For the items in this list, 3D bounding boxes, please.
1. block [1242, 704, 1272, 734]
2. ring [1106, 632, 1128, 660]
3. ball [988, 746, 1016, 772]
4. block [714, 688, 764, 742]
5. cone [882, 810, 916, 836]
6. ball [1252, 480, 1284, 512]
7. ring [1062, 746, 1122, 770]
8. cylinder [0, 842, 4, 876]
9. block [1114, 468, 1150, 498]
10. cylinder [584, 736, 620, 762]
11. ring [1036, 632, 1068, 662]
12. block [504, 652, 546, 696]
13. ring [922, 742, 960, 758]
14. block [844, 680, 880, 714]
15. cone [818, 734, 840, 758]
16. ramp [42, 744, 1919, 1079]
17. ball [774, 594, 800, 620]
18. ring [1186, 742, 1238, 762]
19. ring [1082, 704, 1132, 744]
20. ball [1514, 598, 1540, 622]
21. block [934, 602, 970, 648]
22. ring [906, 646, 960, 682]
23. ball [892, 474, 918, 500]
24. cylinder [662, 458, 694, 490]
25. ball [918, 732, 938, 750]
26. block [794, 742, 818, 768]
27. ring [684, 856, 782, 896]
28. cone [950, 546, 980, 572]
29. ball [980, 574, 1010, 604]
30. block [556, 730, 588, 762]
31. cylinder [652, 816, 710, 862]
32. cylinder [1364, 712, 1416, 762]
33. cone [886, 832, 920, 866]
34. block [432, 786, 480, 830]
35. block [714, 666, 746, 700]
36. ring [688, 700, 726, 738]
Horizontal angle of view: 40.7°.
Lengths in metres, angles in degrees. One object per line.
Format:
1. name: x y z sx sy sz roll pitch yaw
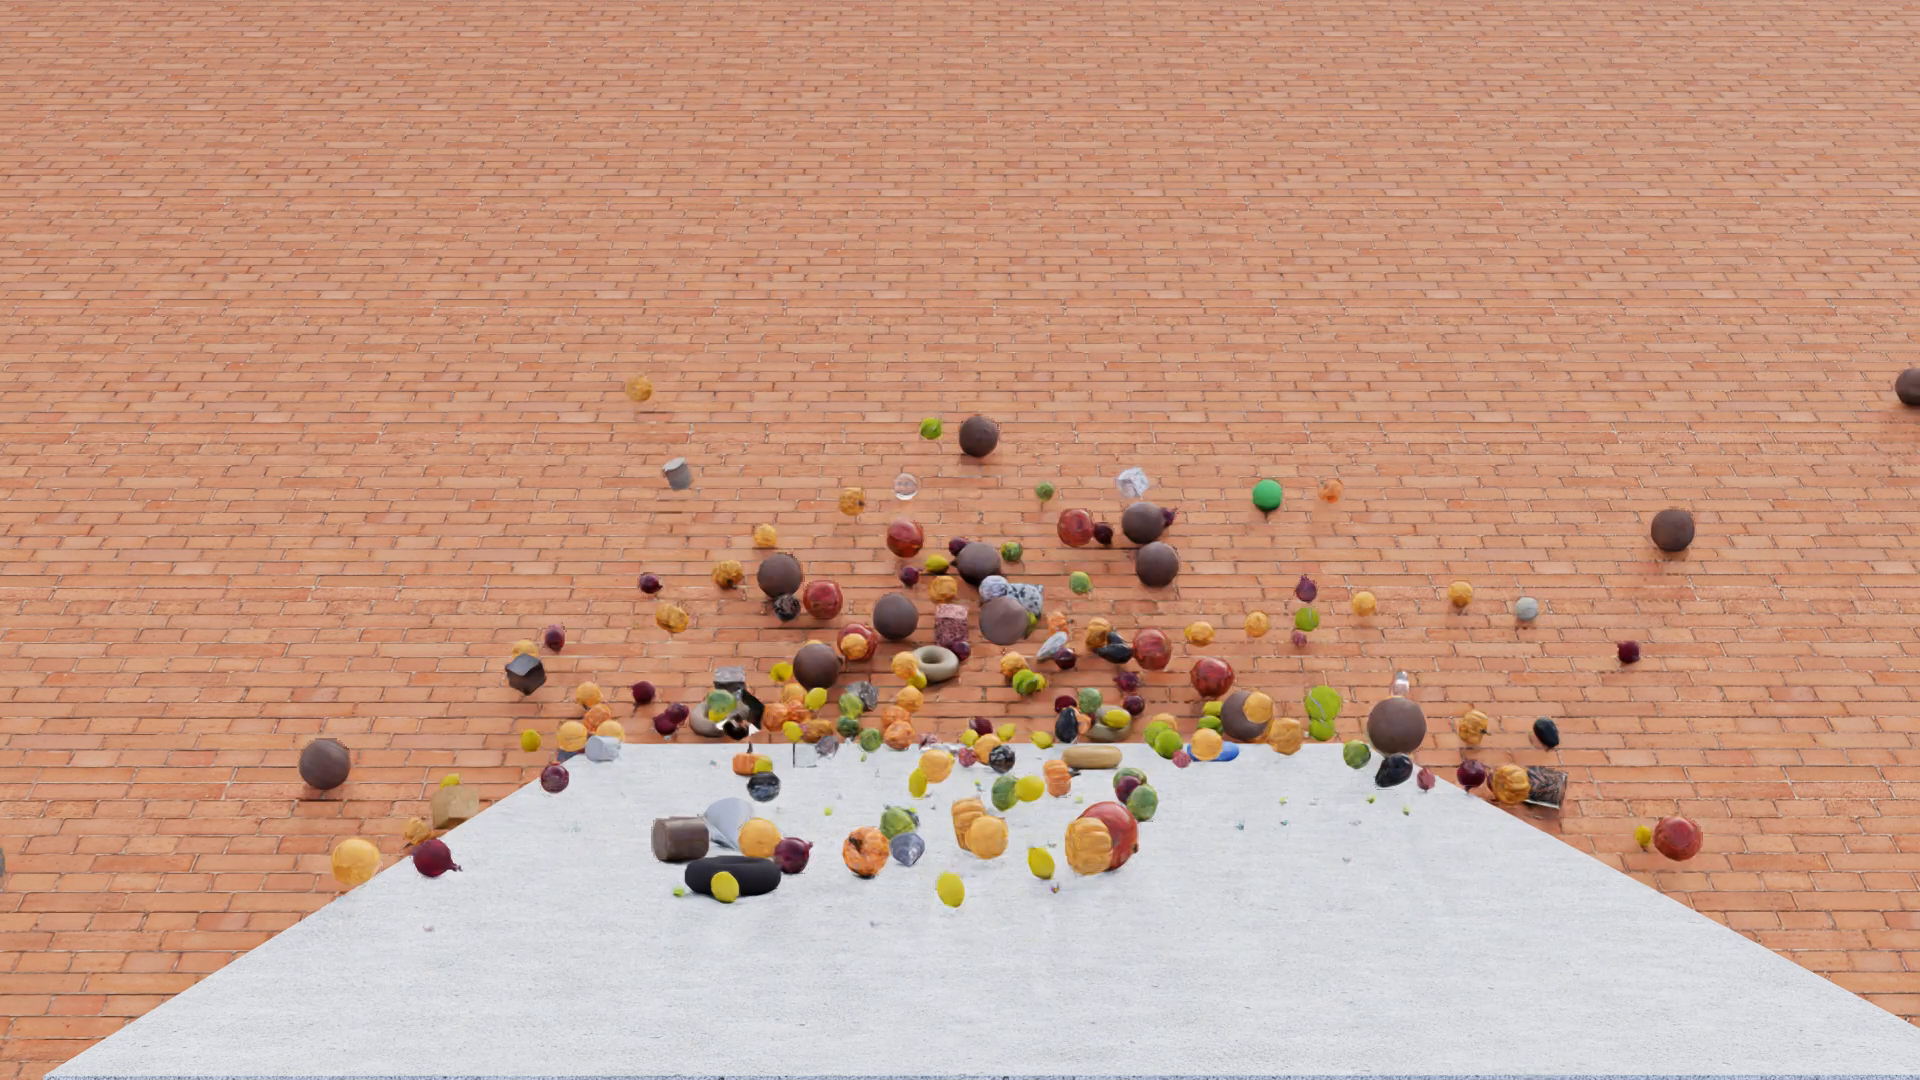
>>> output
1. block: 0.784 0.470 6.811 0.068 0.068 0.068 0 6 -3
2. ring: 0.434 0.292 7.123 0.029 0.086 0.086 -28 37 -16
3. ball: 0.096 0.495 5.849 0.062 0.062 0.062 0 29 0
4. block: -0.577 0.458 6.773 0.085 0.085 0.085 -27 39 33
5. cone: -0.100 0.520 4.571 0.063 0.063 0.063 -9 55 -16
6. ball: 0.940 -0.136 7.899 0.096 0.096 0.096 0 29 0
7. ring: 0.305 0.502 5.980 0.142 0.047 0.142 -1 0 0
8. cylinder: -2.365 0.777 6.255 0.089 0.089 0.089 -7 30 -15
9. block: 0.523 -0.173 7.852 0.065 0.065 0.065 -9 25 46
10. cylinder: -0.843 0.492 6.096 0.060 0.060 0.060 21 9 33
11. ring: 0.254 0.294 7.132 0.035 0.106 0.106 44 37 -1
12. block: -1.168 0.360 6.954 0.071 0.071 0.071 22 48 34
13. ring: -0.047 0.509 6.253 0.095 0.032 0.095 -1 0 0
14. block: -0.262 0.418 6.885 0.061 0.061 0.061 -21 50 45
15. cone: -0.312 0.511 6.236 0.060 0.060 0.060 -8 29 -14
16. ramp: 0.065 0.584 4.631 2.000 0.100 4.000 0 0 0
17. ball: -0.490 0.190 7.330 0.077 0.077 0.077 0 29 0
18. ring: 0.602 0.504 6.163 0.126 0.042 0.126 -1 0 0
19. ring: 0.389 0.485 6.828 0.135 0.045 0.135 -3 35 2
20. ball: 1.608 0.196 7.327 0.070 0.070 0.070 0 29 0
21. block: -0.022 0.237 7.229 0.088 0.088 0.088 3 26 6
22. ring: -0.076 0.340 7.090 0.149 0.050 0.149 1 29 -1
23. ball: -0.169 -0.164 7.965 0.081 0.081 0.081 0 29 0
24. cylinder: -0.860 -0.201 7.898 0.074 0.074 0.074 -18 27 9
25. ball: -0.079 0.499 6.357 0.050 0.050 0.050 0 29 0
26. block: -0.359 0.499 6.018 0.054 0.054 0.054 0 0 -1
27. ring: -0.347 0.513 3.951 0.148 0.049 0.148 1 -1 0
28. cone: 0.000 0.063 7.601 0.082 0.082 0.082 -14 18 35
29. ball: 0.098 0.142 7.408 0.086 0.086 0.086 0 29 0
30. block: -0.984 0.541 6.631 0.065 0.065 0.065 29 26 7
31. cylinder: -0.466 0.499 4.314 0.071 0.071 0.071 -1 26 -30
32. cylinder: 0.990 0.454 5.951 0.085 0.085 0.085 -15 36 -25
33. cone: -0.086 0.522 4.255 0.059 0.059 0.059 -10 56 -18
34. block: -1.249 0.664 6.401 0.083 0.083 0.083 10 58 -39
35. block: -0.617 0.396 6.948 0.083 0.083 0.083 -1 25 -3
36. ring: -0.649 0.472 6.854 0.144 0.048 0.144 -1 30 0
